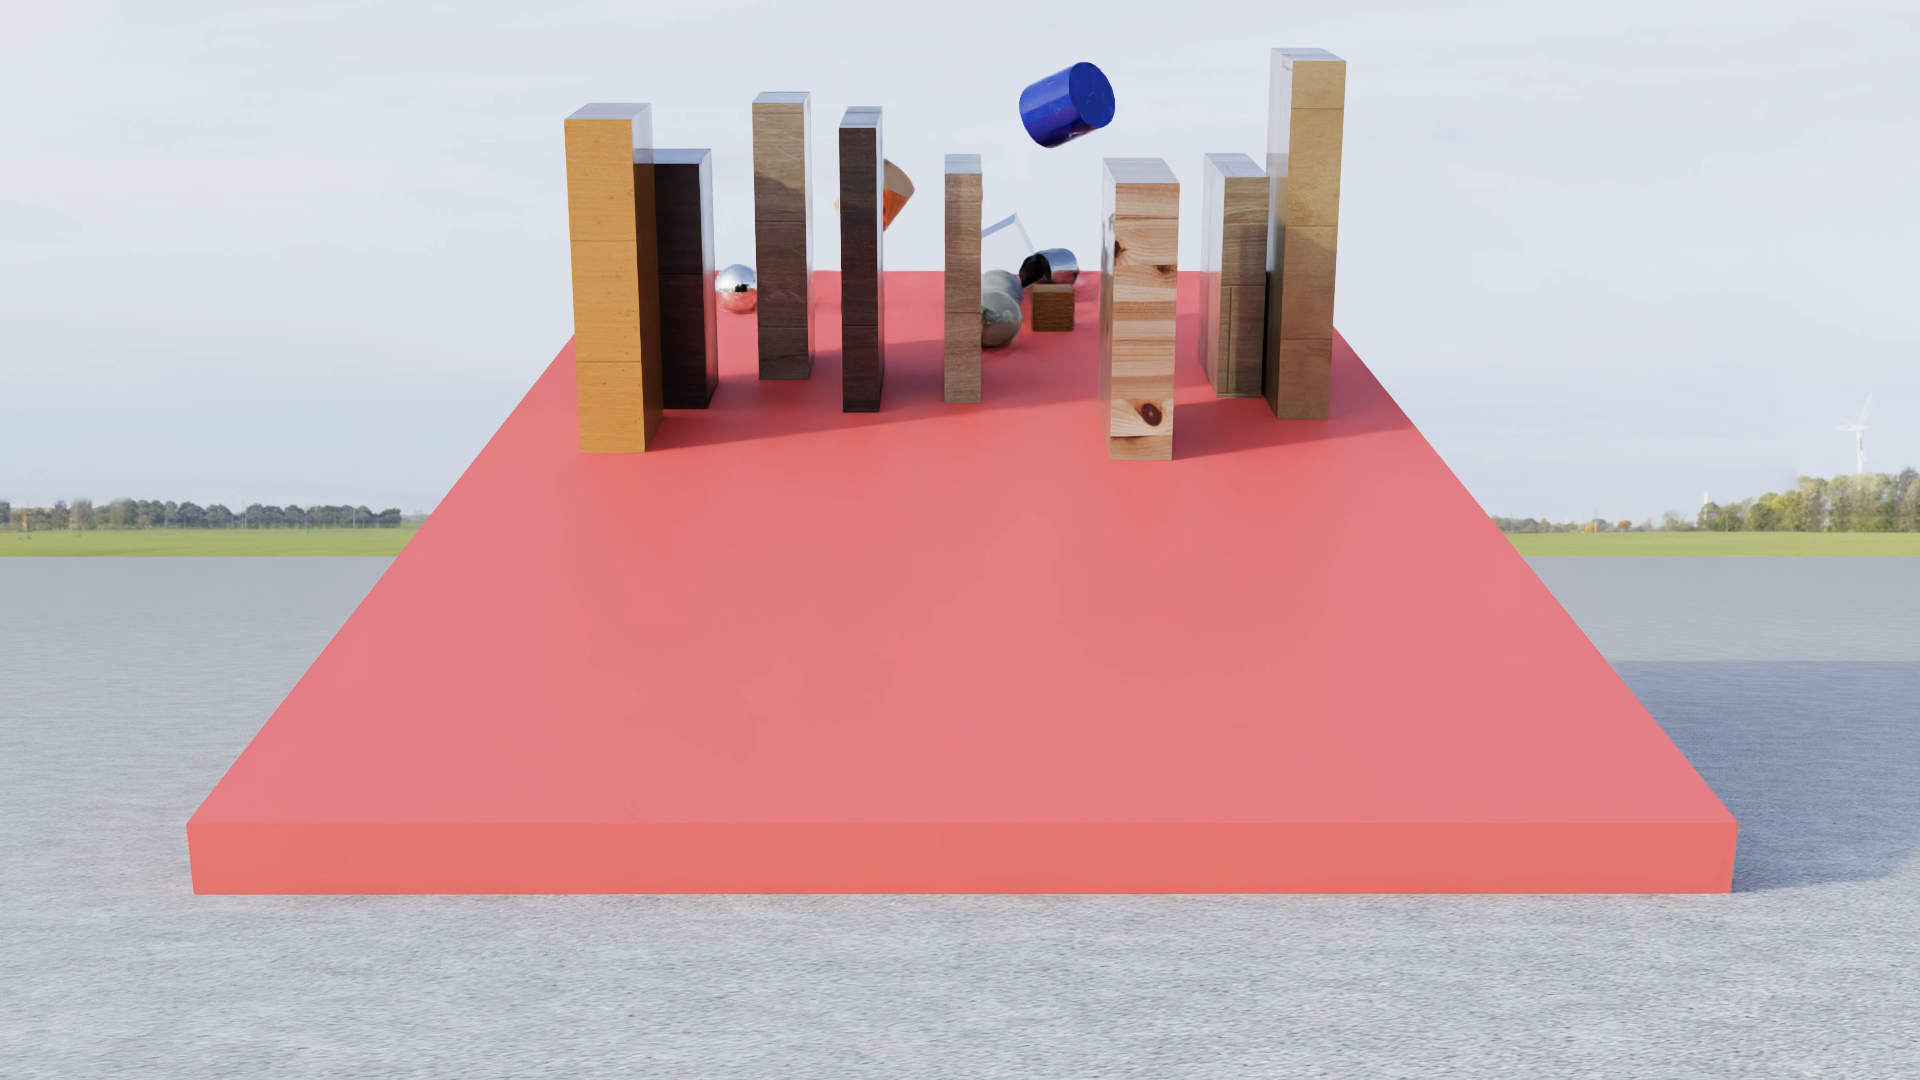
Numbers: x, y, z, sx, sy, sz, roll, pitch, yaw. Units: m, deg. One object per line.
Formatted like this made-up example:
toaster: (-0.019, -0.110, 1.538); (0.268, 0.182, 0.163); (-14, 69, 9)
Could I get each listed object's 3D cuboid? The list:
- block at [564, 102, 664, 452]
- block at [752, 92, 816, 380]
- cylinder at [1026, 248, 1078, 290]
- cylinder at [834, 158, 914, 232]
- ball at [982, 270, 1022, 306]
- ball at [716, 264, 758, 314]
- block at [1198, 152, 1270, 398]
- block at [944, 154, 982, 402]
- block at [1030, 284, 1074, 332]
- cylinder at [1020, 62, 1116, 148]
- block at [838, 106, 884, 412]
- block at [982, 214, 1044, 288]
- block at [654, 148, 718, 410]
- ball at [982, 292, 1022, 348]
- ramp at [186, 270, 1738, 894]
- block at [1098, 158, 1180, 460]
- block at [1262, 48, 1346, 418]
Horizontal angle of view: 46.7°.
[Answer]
block: (-0.725, -0.558, 4.693); (0.134, 0.688, 0.315); (0, 17, 0)
block: (-0.419, -0.731, 5.320); (0.119, 0.650, 0.259); (0, 17, 0)
cylinder: (0.255, -0.771, 6.357); (0.118, 0.118, 0.118); (0, 12, 44)
cylinder: (-0.240, -0.961, 6.230); (0.164, 0.164, 0.164); (0, -41, -48)
ball: (0.101, -0.659, 5.968); (0.135, 0.135, 0.135); (0, 0, 0)
ball: (-0.600, -0.683, 6.042); (0.135, 0.135, 0.135); (0, 0, 0)
block: (0.642, -0.632, 5.249); (0.101, 0.506, 0.428); (0, 17, 0)
block: (0.006, -0.611, 5.151); (0.084, 0.521, 0.334); (0, 17, 0)
block: (0.243, -0.609, 5.851); (0.107, 0.107, 0.107); (0, 17, -1)
cylinder: (0.285, -1.153, 5.896); (0.180, 0.180, 0.180); (0, -11, -44)
block: (-0.222, -0.653, 5.100); (0.081, 0.631, 0.445); (0, 17, 0)
block: (0.117, -0.784, 6.204); (0.172, 0.172, 0.172); (-26, 13, 10)
block: (-0.642, -0.596, 5.053); (0.144, 0.550, 0.266); (0, 17, 0)
ball: (0.087, -0.559, 5.630); (0.142, 0.142, 0.142); (0, 0, 0)
ramp: (-0.003, -0.175, 4.790); (2.000, 0.100, 4.000); (0, 17, 0)
block: (0.373, -0.495, 4.691); (0.128, 0.571, 0.393); (0, 17, 0)
block: (0.759, -0.690, 4.975); (0.114, 0.779, 0.339); (0, 17, 0)
